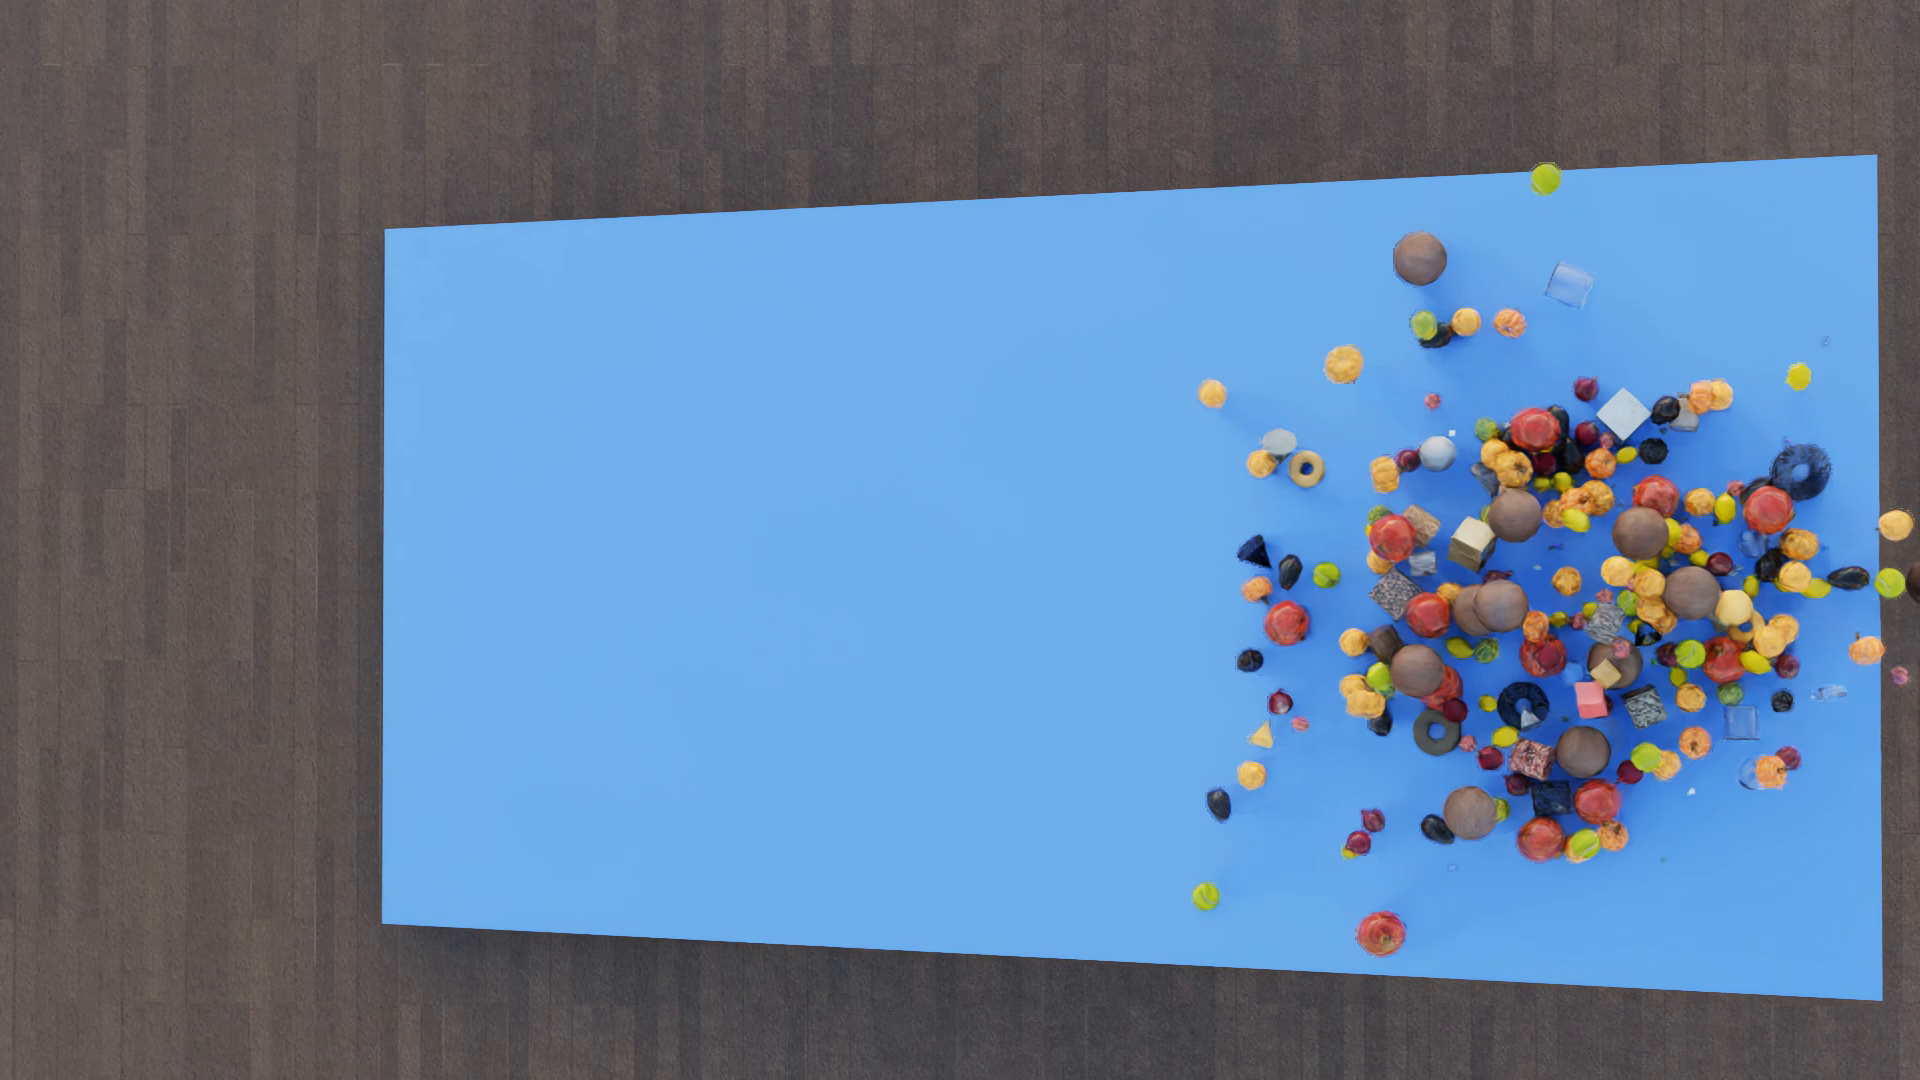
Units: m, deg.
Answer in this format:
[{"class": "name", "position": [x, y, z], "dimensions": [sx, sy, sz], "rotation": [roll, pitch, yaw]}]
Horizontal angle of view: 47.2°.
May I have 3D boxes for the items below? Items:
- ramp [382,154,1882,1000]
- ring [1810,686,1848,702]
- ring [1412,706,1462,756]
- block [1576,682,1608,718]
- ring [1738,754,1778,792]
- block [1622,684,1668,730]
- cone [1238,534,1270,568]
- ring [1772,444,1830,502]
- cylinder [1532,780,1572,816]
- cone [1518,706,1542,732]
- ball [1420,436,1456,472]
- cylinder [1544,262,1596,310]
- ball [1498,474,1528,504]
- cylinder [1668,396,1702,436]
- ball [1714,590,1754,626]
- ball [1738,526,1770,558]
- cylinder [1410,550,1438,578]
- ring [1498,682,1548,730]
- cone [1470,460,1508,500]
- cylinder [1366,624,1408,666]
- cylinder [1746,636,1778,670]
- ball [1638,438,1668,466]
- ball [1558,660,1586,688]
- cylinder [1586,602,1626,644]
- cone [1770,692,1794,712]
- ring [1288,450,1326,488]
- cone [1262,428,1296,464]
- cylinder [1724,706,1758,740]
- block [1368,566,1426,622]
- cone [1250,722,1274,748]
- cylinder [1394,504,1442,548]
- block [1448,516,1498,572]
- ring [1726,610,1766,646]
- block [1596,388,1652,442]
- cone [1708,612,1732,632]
[{"class": "ramp", "position": [0.271, 0.095, 5.815], "dimensions": [4.000, 0.100, 2.000], "rotation": [0, 89, 17]}, {"class": "ring", "position": [2.043, 0.361, 5.171], "dimensions": [0.083, 0.083, 0.028], "rotation": [-6, 77, 0]}, {"class": "ring", "position": [1.186, 0.475, 5.465], "dimensions": [0.121, 0.040, 0.121], "rotation": [0, 89, 16]}, {"class": "block", "position": [1.517, 0.384, 5.285], "dimensions": [0.062, 0.062, 0.062], "rotation": [-8, 52, 20]}, {"class": "ring", "position": [1.898, 0.554, 5.231], "dimensions": [0.033, 0.098, 0.098], "rotation": [39, 89, -36]}, {"class": "block", "position": [1.650, 0.402, 5.302], "dimensions": [0.079, 0.079, 0.079], "rotation": [-24, 90, 13]}, {"class": "cone", "position": [0.765, 0.045, 5.598], "dimensions": [0.083, 0.083, 0.083], "rotation": [-46, 105, -1]}, {"class": "ring", "position": [1.994, -0.159, 5.215], "dimensions": [0.139, 0.046, 0.139], "rotation": [-1, 105, -2]}, {"class": "cylinder", "position": [1.440, 0.627, 5.349], "dimensions": [0.083, 0.083, 0.083], "rotation": [-8, 89, 21]}, {"class": "cone", "position": [1.386, 0.430, 5.372], "dimensions": [0.057, 0.057, 0.057], "rotation": [-6, 56, 0]}, {"class": "ball", "position": [1.184, -0.214, 5.450], "dimensions": [0.090, 0.090, 0.090], "rotation": [0, 89, 0]}, {"class": "cylinder", "position": [1.487, -0.619, 5.364], "dimensions": [0.093, 0.093, 0.093], "rotation": [25, 89, 15]}, {"class": "ball", "position": [1.358, -0.125, 5.395], "dimensions": [0.074, 0.074, 0.074], "rotation": [0, 89, 0]}, {"class": "cylinder", "position": [1.744, -0.299, 5.292], "dimensions": [0.068, 0.068, 0.068], "rotation": [23, 62, 0]}, {"class": "ball", "position": [1.836, 0.160, 5.216], "dimensions": [0.087, 0.087, 0.087], "rotation": [0, 89, 0]}, {"class": "ball", "position": [1.894, 0.006, 5.244], "dimensions": [0.075, 0.075, 0.075], "rotation": [0, 89, 0]}, {"class": "cylinder", "position": [1.153, 0.059, 5.470], "dimensions": [0.061, 0.061, 0.061], "rotation": [-8, 89, 16]}, {"class": "ring", "position": [1.384, 0.409, 5.406], "dimensions": [0.123, 0.041, 0.123], "rotation": [1, 94, 16]}, {"class": "cone", "position": [1.314, -0.139, 5.436], "dimensions": [0.092, 0.092, 0.092], "rotation": [-15, 113, 0]}, {"class": "cylinder", "position": [1.062, 0.260, 5.477], "dimensions": [0.076, 0.076, 0.076], "rotation": [-33, 92, 0]}, {"class": "cylinder", "position": [1.907, 0.270, 5.232], "dimensions": [0.057, 0.057, 0.057], "rotation": [-44, 125, -1]}, {"class": "ball", "position": [1.676, -0.215, 5.315], "dimensions": [0.068, 0.068, 0.068], "rotation": [0, 89, 0]}, {"class": "ball", "position": [1.494, 0.326, 5.363], "dimensions": [0.065, 0.065, 0.065], "rotation": [0, 89, 0]}, {"class": "cylinder", "position": [1.524, 0.195, 5.191], "dimensions": [0.070, 0.070, 0.070], "rotation": [38, 61, 1]}, {"class": "cone", "position": [1.960, 0.388, 5.227], "dimensions": [0.053, 0.053, 0.053], "rotation": [0, 92, 10]}, {"class": "ring", "position": [0.879, -0.180, 5.571], "dimensions": [0.094, 0.031, 0.094], "rotation": [0, 89, 18]}, {"class": "cone", "position": [0.808, -0.219, 5.556], "dimensions": [0.087, 0.087, 0.087], "rotation": [-5, 50, 5]}, {"class": "cylinder", "position": [1.864, 0.437, 5.246], "dimensions": [0.077, 0.077, 0.077], "rotation": [-1, 89, 0]}, {"class": "block", "position": [1.087, 0.135, 5.468], "dimensions": [0.094, 0.094, 0.094], "rotation": [41, 100, 17]}, {"class": "cone", "position": [0.776, 0.485, 5.592], "dimensions": [0.063, 0.063, 0.063], "rotation": [22, 68, 0]}, {"class": "cylinder", "position": [1.136, -0.035, 5.457], "dimensions": [0.082, 0.082, 0.082], "rotation": [35, 89, 2]}, {"class": "block", "position": [1.258, 0.011, 5.395], "dimensions": [0.084, 0.084, 0.084], "rotation": [28, 57, 25]}, {"class": "ring", "position": [1.882, 0.207, 5.267], "dimensions": [0.092, 0.031, 0.092], "rotation": [-2, 84, 17]}, {"class": "block", "position": [1.607, -0.302, 5.325], "dimensions": [0.092, 0.092, 0.092], "rotation": [46, 101, 12]}, {"class": "cone", "position": [1.807, 0.187, 5.261], "dimensions": [0.060, 0.060, 0.060], "rotation": [13, 89, -34]}]
